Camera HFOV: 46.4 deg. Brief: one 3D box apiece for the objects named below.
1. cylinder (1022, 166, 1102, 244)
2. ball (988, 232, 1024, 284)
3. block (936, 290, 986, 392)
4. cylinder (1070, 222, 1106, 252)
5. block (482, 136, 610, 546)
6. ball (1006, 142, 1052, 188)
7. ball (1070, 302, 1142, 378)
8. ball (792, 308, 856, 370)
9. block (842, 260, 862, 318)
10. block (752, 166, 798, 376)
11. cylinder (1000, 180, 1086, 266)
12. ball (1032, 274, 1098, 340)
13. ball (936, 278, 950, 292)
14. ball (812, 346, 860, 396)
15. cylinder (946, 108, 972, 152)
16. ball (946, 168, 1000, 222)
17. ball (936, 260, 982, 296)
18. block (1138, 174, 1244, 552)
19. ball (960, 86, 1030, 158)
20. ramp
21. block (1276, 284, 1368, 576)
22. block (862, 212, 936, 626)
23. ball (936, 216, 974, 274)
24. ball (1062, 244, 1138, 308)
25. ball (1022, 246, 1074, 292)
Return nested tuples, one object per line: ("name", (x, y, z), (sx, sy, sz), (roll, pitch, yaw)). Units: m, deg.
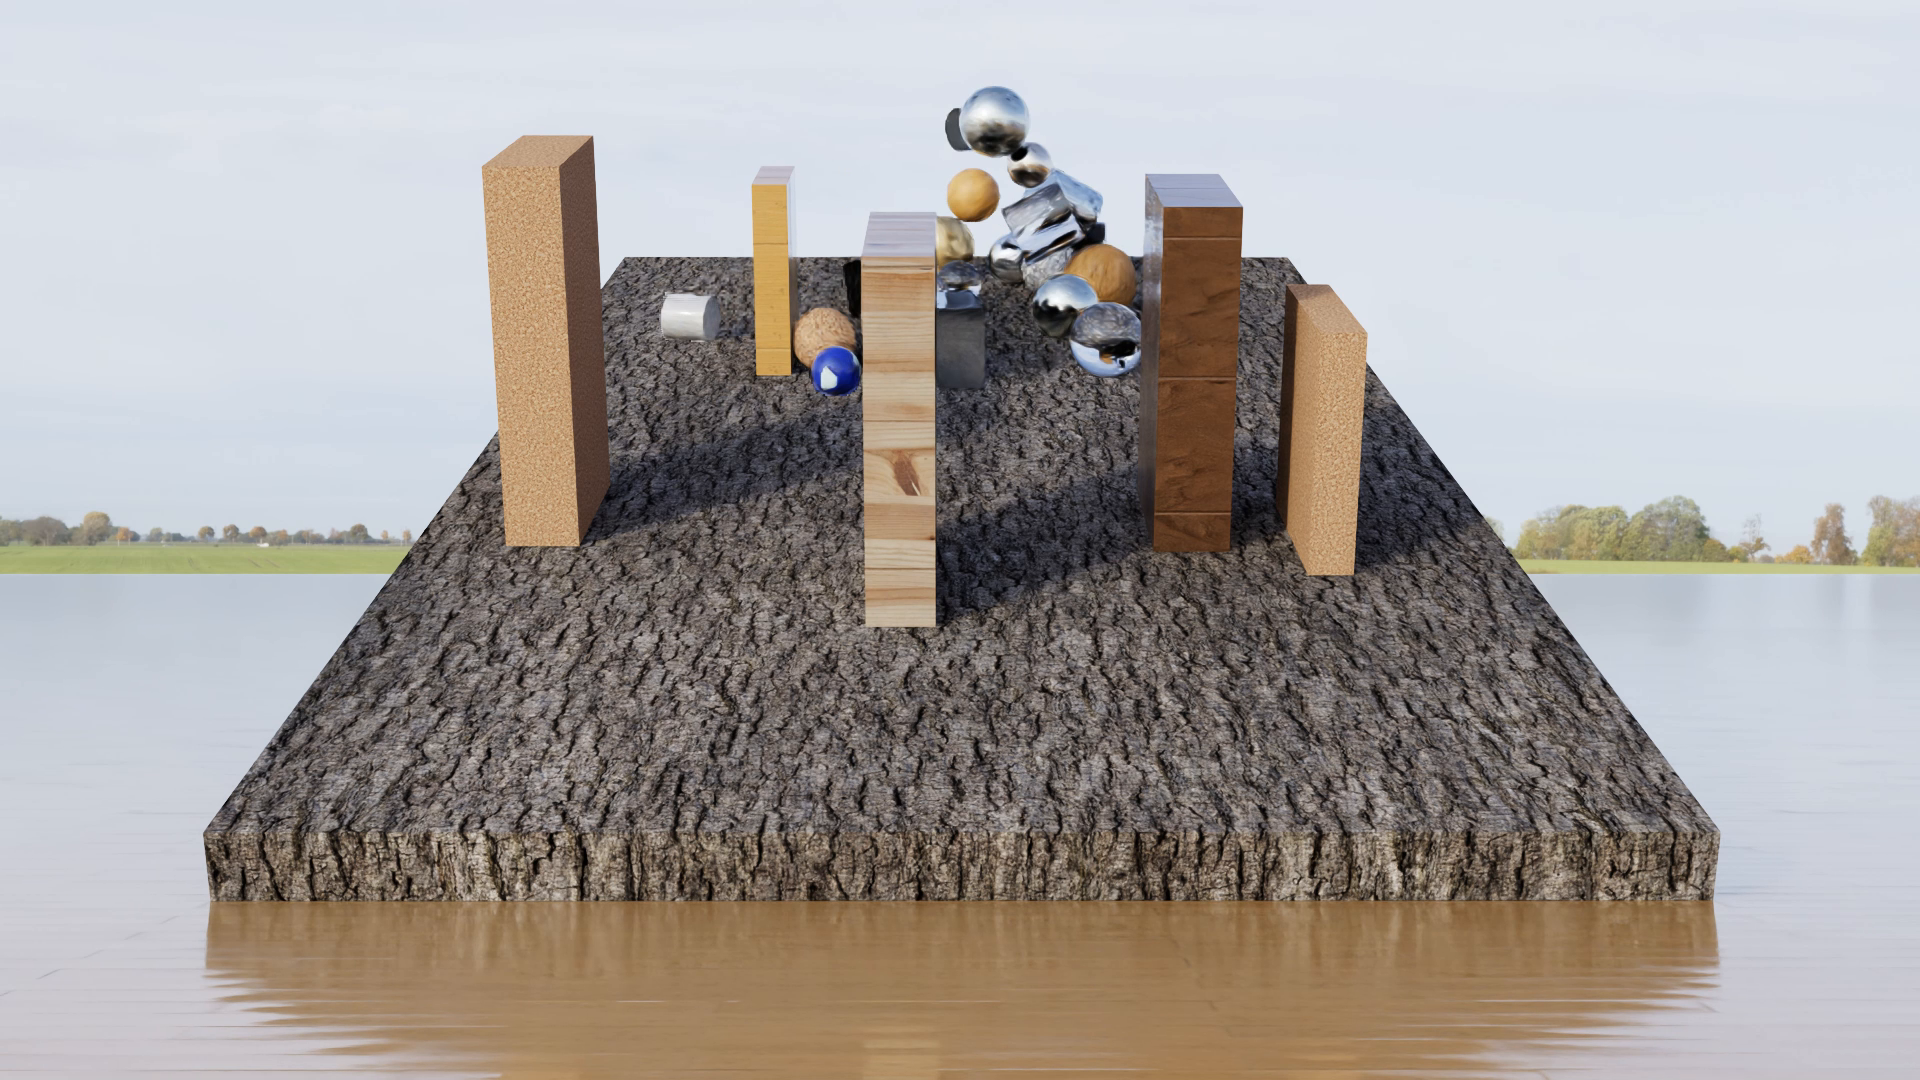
("cylinder", (0.287, -0.952, 6.354), (0.167, 0.167, 0.167), (25, -12, -26))
("ball", (0.151, -0.796, 6.336), (0.147, 0.147, 0.147), (0, -1, 0))
("block", (-0.053, -0.468, 5.251), (0.194, 0.194, 0.194), (-3, 18, -9))
("cylinder", (0.350, -0.855, 6.517), (0.144, 0.144, 0.144), (3, 0, 6))
("block", (-0.763, -0.379, 4.172), (0.134, 0.693, 0.394), (0, 18, 0))
("ball", (0.189, -1.018, 6.070), (0.125, 0.125, 0.125), (0, -1, 0))
("ball", (0.349, -0.475, 5.300), (0.178, 0.178, 0.178), (0, -1, 0))
("ball", (-0.326, -0.479, 5.349), (0.154, 0.154, 0.154), (0, -1, 0))
("block", (-0.204, -0.673, 5.908), (0.143, 0.143, 0.143), (-11, 4, -29))
("block", (-0.444, -0.653, 5.400), (0.082, 0.454, 0.288), (0, 18, 0))
("cylinder", (0.216, -0.824, 5.833), (0.165, 0.165, 0.165), (-26, -4, 6))
("ball", (0.268, -0.590, 5.667), (0.169, 0.169, 0.169), (0, -1, 0))
("ball", (-0.101, -0.576, 5.598), (0.185, 0.185, 0.185), (0, -1, 0))
("ball", (-0.284, -0.388, 5.137), (0.113, 0.113, 0.113), (0, -1, 0))
("cylinder", (0.041, -1.150, 6.240), (0.117, 0.117, 0.117), (-14, 7, -33))
("ball", (0.036, -0.955, 6.202), (0.151, 0.151, 0.151), (0, -1, 0))
("ball", (-0.005, -0.695, 6.060), (0.125, 0.125, 0.125), (0, -1, 0))
("block", (0.420, -0.335, 4.146), (0.138, 0.628, 0.373), (0, 18, 0))
("ball", (0.094, -1.121, 5.997), (0.191, 0.191, 0.191), (0, -1, 0))
("ramp", (-0.004, -0.187, 4.864), (2.000, 0.100, 4.000), (0, 18, 0))
("block", (0.653, -0.209, 4.072), (0.080, 0.435, 0.415), (0, 18, 0))
("block", (-0.098, -0.214, 3.791), (0.115, 0.616, 0.415), (0, 18, 0))
("ball", (-0.047, -0.842, 6.423), (0.179, 0.179, 0.179), (0, -1, 0))
("ball", (0.368, -0.680, 5.895), (0.200, 0.200, 0.200), (0, -1, 0))
("ball", (0.250, -0.749, 6.172), (0.160, 0.160, 0.160), (0, -1, 0))
